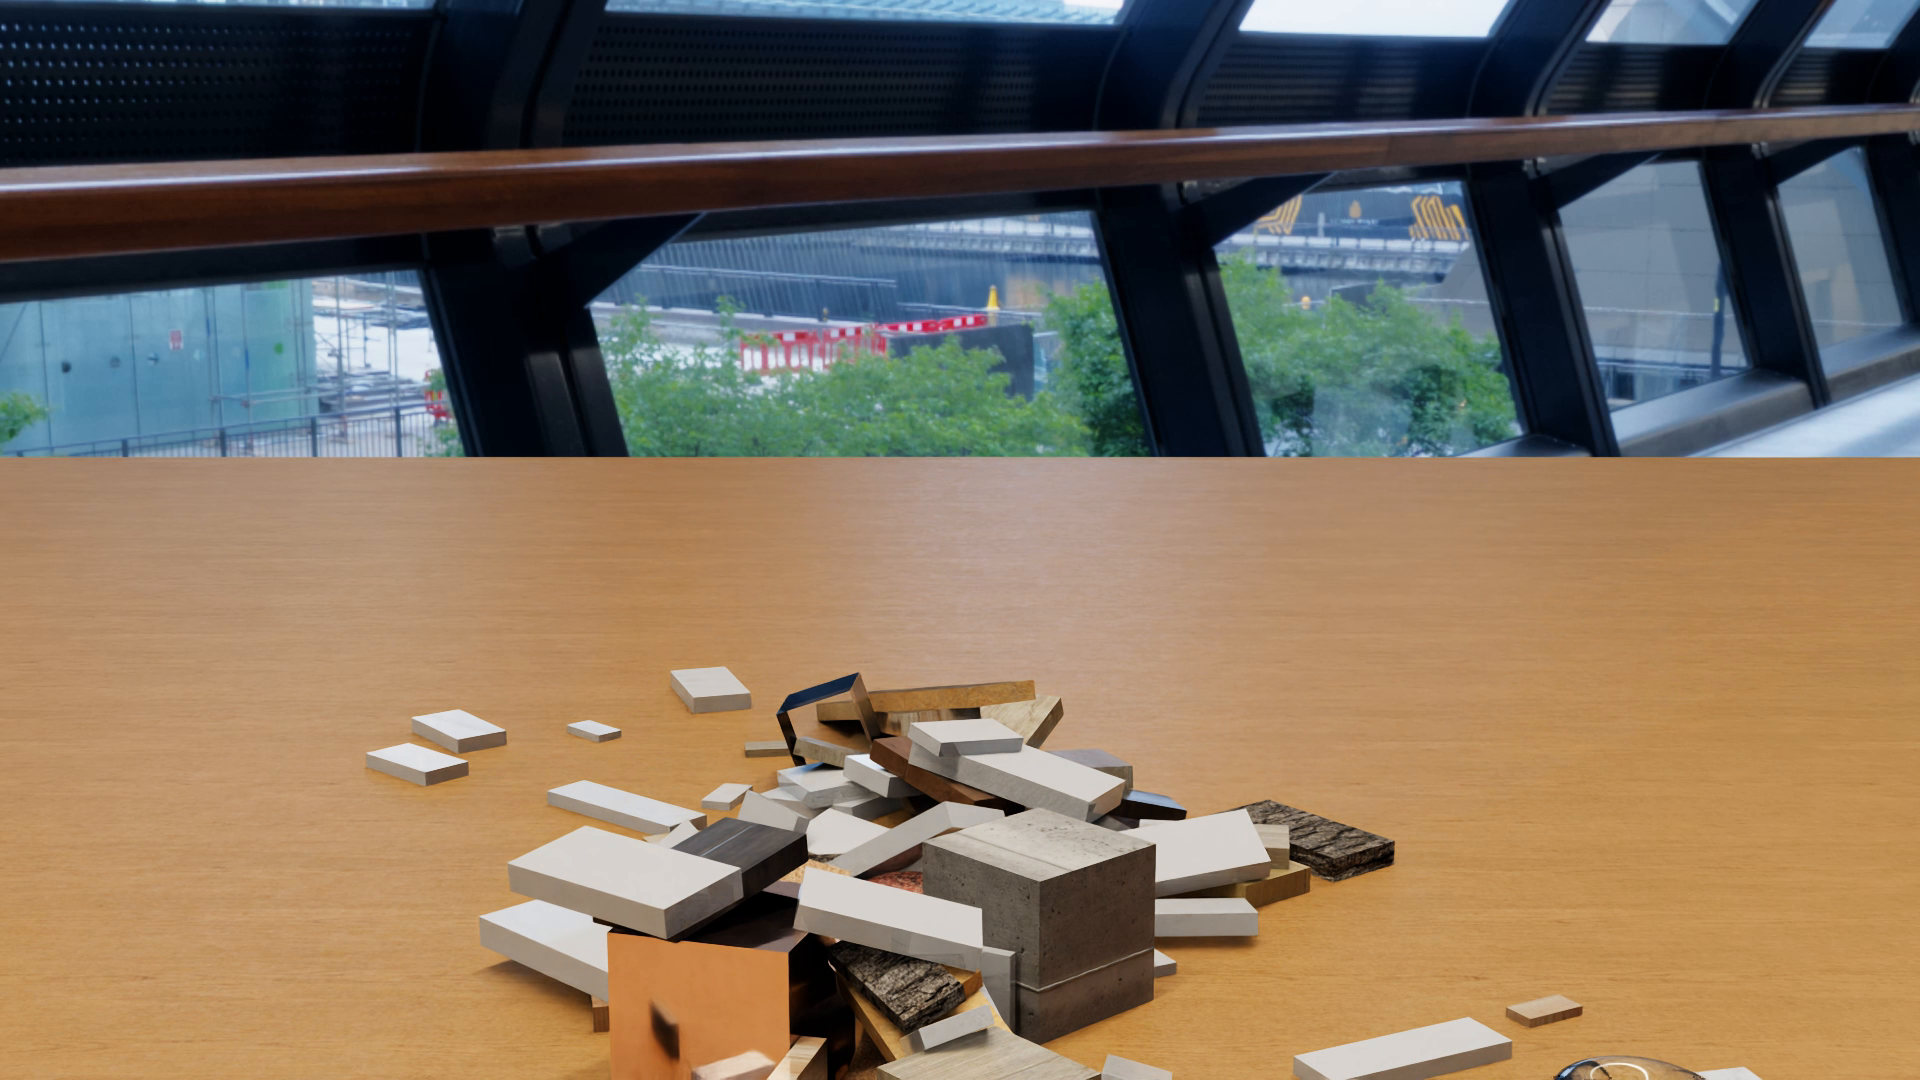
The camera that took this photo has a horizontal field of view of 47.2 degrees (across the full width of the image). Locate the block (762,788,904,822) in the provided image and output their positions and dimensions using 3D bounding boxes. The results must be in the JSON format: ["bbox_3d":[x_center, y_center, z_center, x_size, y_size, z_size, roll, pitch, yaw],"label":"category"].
[{"bbox_3d":[-0.242,0.479,4.020,0.257,0.036,0.128,0,10,42],"label":"block"}]

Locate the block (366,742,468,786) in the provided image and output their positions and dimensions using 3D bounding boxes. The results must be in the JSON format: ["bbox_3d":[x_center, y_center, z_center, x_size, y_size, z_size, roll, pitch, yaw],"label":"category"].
[{"bbox_3d":[-1.079,0.445,4.369,0.202,0.029,0.101,9,14,41],"label":"block"}]

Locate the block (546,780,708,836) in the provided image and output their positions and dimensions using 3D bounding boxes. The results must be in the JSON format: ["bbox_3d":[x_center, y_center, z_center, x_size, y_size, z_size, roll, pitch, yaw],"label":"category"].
[{"bbox_3d":[-0.621,0.500,4.084,0.339,0.026,0.092,9,14,39],"label":"block"}]

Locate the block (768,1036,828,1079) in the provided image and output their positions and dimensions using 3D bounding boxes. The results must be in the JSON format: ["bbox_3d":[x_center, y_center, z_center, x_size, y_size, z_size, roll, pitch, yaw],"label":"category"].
[{"bbox_3d":[-0.216,0.712,2.680,0.034,0.121,0.254,3,11,14],"label":"block"}]

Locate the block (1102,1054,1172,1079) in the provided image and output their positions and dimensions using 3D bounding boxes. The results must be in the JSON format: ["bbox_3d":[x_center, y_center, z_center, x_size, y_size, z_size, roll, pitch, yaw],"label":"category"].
[{"bbox_3d":[0.227,0.698,2.834,0.089,0.025,0.177,15,-4,8],"label":"block"}]

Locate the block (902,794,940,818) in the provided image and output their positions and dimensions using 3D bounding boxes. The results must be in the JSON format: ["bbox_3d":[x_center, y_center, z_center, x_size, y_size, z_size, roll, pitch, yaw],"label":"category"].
[{"bbox_3d":[-0.026,0.494,3.947,0.117,0.033,0.422,-2,8,-10],"label":"block"}]

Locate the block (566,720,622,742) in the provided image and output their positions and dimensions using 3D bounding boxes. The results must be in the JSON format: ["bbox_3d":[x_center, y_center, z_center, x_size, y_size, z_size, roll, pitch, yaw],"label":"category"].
[{"bbox_3d":[-0.771,0.403,4.632,0.058,0.016,0.115,-10,15,-44],"label":"block"}]

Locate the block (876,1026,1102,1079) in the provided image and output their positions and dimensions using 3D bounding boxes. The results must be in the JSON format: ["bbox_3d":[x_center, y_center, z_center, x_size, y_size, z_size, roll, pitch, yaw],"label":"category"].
[{"bbox_3d":[0.033,0.703,2.557,0.184,0.184,0.184,-9,14,-40],"label":"block"}]

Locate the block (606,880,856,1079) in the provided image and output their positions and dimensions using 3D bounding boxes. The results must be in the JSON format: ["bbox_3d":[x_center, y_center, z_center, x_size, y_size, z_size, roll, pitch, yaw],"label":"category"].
[{"bbox_3d":[-0.296,0.606,2.906,0.247,0.247,0.247,3,11,16],"label":"block"}]

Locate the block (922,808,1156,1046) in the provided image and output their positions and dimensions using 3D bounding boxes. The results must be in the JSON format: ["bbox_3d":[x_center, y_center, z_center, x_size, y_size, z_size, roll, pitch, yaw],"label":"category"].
[{"bbox_3d":[0.115,0.555,3.203,0.239,0.239,0.239,-10,14,-42],"label":"block"}]

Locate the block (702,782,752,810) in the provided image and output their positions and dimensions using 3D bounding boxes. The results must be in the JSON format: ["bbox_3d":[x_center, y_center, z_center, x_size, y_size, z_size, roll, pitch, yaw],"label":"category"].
[{"bbox_3d":[-0.442,0.488,4.176,0.058,0.016,0.115,3,11,16],"label":"block"}]

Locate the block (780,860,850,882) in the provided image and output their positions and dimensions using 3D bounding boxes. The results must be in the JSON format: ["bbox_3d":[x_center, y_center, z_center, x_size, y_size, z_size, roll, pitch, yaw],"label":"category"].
[{"bbox_3d":[-0.257,0.563,3.178,0.140,0.040,0.280,16,32,1],"label":"block"}]

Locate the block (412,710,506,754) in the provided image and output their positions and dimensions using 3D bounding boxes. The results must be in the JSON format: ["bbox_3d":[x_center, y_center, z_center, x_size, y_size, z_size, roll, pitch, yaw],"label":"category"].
[{"bbox_3d":[-1.050,0.400,4.606,0.109,0.031,0.219,-8,13,-38],"label":"block"}]

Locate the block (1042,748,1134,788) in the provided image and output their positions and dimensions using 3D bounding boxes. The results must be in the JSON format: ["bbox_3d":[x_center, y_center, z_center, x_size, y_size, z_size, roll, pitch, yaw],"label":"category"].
[{"bbox_3d":[0.226,0.441,4.222,0.149,0.042,0.298,-2,1,-8],"label":"block"}]

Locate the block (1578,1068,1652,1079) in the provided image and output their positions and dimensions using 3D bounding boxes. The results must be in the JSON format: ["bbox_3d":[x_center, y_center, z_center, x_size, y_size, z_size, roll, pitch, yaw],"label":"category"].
[{"bbox_3d":[0.858,0.761,2.679,0.089,0.025,0.501,0,11,2],"label":"block"}]

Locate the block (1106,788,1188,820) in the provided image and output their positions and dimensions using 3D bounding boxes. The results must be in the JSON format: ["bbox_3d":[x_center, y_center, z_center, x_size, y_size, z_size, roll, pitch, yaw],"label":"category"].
[{"bbox_3d":[0.285,0.477,4.018,0.234,0.033,0.117,12,4,-14],"label":"block"}]

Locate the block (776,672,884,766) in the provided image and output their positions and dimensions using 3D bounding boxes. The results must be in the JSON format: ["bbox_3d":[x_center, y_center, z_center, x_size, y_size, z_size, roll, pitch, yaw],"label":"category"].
[{"bbox_3d":[-0.253,0.371,4.320,0.152,0.152,0.152,-18,8,8],"label":"block"}]

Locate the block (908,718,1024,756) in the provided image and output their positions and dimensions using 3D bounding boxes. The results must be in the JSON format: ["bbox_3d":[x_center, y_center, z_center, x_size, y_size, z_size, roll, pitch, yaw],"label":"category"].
[{"bbox_3d":[0.011,0.343,3.826,0.184,0.026,0.092,1,17,-38],"label":"block"}]

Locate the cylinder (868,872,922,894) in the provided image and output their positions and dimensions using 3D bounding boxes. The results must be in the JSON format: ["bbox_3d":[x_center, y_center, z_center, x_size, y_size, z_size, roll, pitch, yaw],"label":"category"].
[{"bbox_3d":[-0.076,0.588,3.293,0.142,0.142,0.142,0,11,0],"label":"cylinder"}]

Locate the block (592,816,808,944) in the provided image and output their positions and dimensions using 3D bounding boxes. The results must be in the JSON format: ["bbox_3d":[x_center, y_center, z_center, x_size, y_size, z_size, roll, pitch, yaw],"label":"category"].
[{"bbox_3d":[-0.341,0.446,2.907,0.140,0.040,0.280,7,18,32],"label":"block"}]

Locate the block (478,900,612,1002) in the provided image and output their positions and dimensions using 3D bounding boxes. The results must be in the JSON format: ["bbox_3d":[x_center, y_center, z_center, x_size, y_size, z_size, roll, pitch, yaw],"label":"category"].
[{"bbox_3d":[-0.555,0.602,3.274,0.323,0.046,0.162,10,15,43],"label":"block"}]

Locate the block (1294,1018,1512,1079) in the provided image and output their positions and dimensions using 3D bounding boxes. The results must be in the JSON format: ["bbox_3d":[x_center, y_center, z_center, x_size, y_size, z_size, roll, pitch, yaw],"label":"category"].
[{"bbox_3d":[0.603,0.703,2.989,0.298,0.026,0.092,-5,12,-26],"label":"block"}]

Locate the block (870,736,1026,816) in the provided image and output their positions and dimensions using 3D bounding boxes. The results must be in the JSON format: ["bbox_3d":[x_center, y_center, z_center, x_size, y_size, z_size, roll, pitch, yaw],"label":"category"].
[{"bbox_3d":[-0.021,0.413,3.853,0.133,0.038,0.265,-1,20,-45],"label":"block"}]

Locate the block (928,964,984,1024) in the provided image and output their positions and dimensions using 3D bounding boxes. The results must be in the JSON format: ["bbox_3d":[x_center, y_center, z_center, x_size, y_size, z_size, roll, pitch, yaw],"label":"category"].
[{"bbox_3d":[-0.065,0.556,2.878,0.092,0.026,0.184,-29,36,-30],"label":"block"}]

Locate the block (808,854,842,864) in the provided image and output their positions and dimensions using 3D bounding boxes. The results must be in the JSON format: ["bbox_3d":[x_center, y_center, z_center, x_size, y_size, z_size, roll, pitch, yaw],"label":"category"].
[{"bbox_3d":[-0.156,0.542,3.541,0.447,0.038,0.134,-2,-26,-6],"label":"block"}]

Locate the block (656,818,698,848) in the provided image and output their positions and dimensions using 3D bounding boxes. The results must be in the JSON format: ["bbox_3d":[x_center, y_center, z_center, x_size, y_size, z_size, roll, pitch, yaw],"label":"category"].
[{"bbox_3d":[-0.408,0.551,3.406,0.133,0.038,0.265,-40,39,-11],"label":"block"}]

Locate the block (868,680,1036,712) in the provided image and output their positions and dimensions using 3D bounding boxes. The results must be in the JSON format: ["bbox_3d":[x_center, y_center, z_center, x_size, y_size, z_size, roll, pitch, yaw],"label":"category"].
[{"bbox_3d":[-0.084,0.317,4.402,0.128,0.036,0.912,-5,-3,-21],"label":"block"}]

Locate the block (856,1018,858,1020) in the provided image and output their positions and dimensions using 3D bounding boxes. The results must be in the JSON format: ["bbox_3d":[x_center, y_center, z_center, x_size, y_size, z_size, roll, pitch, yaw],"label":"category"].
[{"bbox_3d":[-0.228,0.653,3.239,0.121,0.034,0.241,-5,12,-26],"label":"block"}]

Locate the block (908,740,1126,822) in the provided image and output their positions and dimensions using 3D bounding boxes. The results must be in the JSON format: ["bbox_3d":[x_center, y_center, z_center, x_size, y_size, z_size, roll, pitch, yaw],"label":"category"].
[{"bbox_3d":[0.099,0.402,3.814,0.340,0.046,0.162,18,15,23],"label":"block"}]

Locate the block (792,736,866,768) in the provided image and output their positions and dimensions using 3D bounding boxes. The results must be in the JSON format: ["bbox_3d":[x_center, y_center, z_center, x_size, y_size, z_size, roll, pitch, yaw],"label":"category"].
[{"bbox_3d":[-0.204,0.408,4.094,0.202,0.029,0.101,15,-1,5],"label":"block"}]

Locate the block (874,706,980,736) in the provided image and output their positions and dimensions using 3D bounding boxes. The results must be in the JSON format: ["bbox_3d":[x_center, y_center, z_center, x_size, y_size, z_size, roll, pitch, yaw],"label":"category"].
[{"bbox_3d":[-0.076,0.353,4.361,0.149,0.042,0.613,-6,-3,-8],"label":"block"}]
